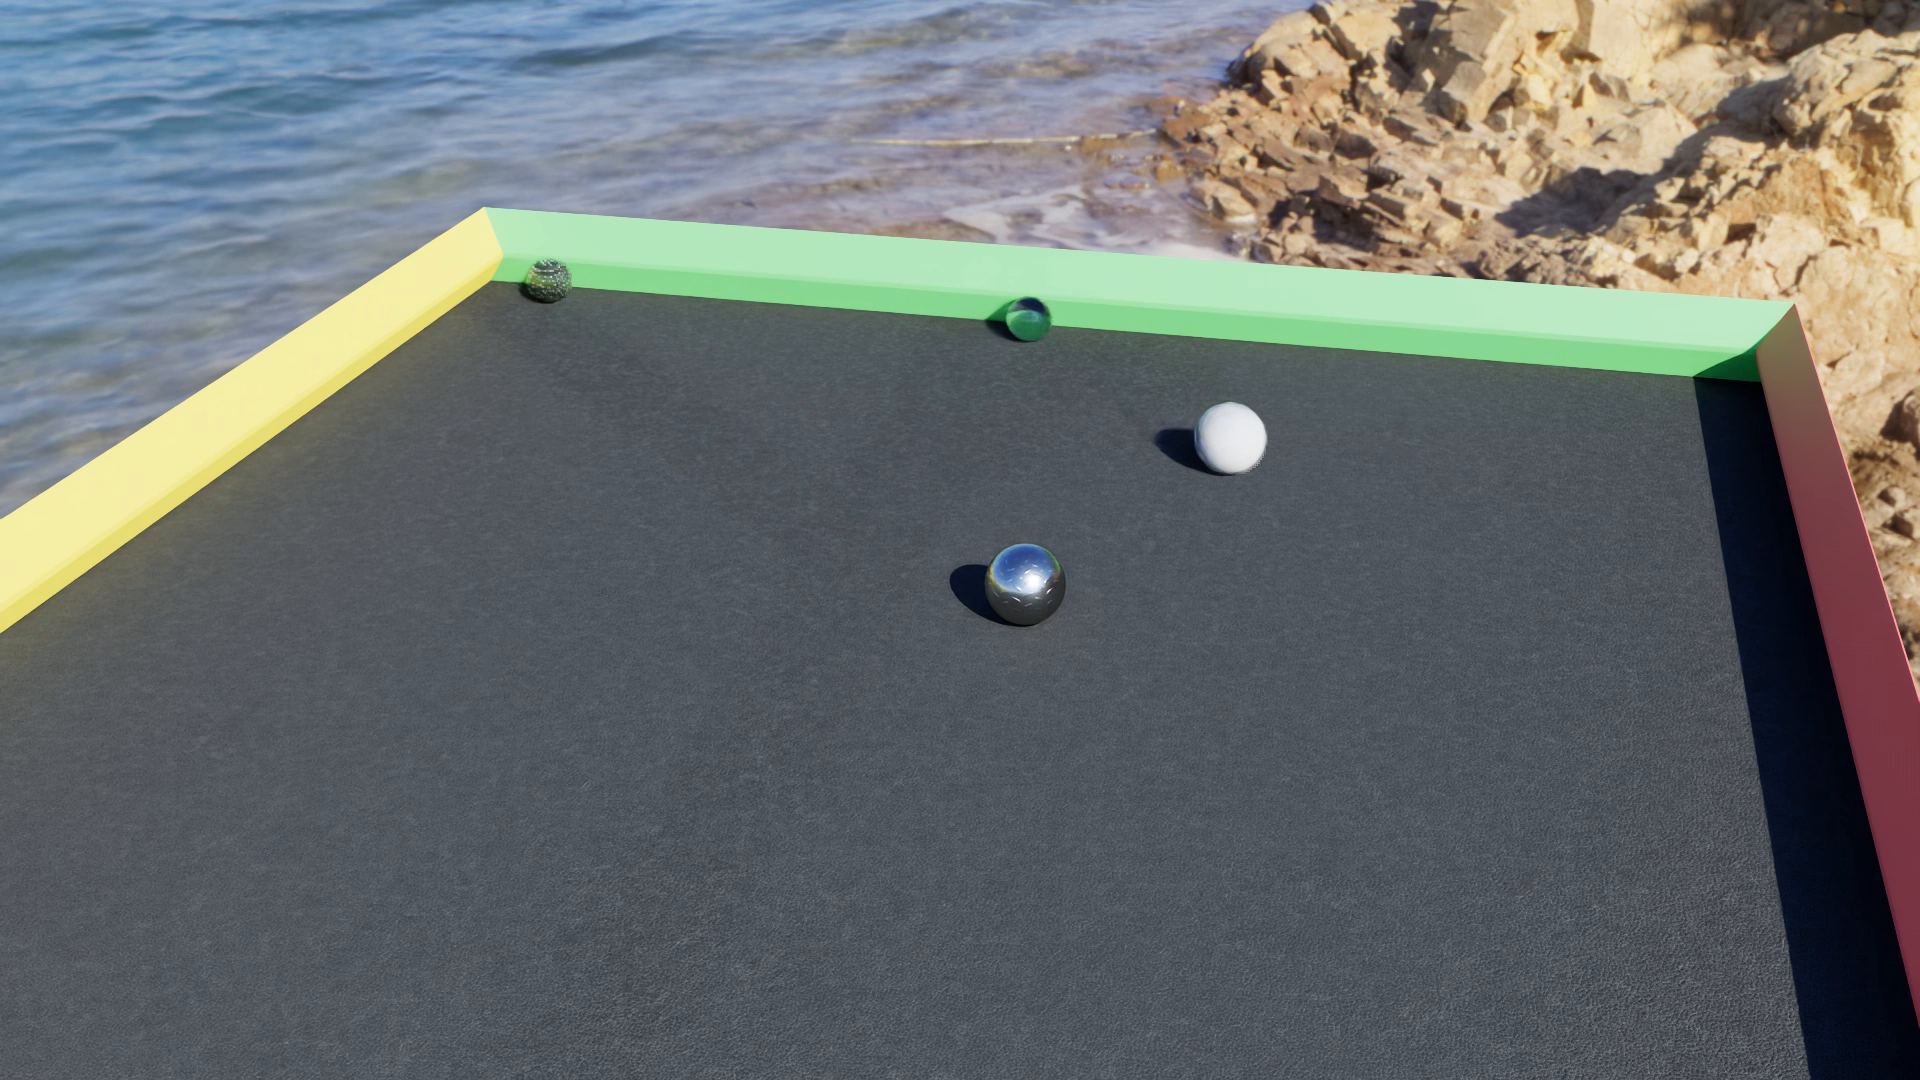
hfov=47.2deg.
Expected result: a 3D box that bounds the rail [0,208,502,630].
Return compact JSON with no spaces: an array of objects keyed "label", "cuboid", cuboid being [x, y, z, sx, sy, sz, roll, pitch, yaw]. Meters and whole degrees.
[{"label":"rail","cuboid":[-1.034,0.216,1.796,0.045,0.108,3.144,6,26,12]}]

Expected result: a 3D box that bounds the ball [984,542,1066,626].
[{"label":"ball","cuboid":[0.065,0.044,2.200,0.082,0.082,0.082,0,25,0]}]

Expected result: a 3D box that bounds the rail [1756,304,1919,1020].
[{"label":"rail","cuboid":[0.663,0.390,1.422,0.045,0.108,3.144,6,26,12]}]

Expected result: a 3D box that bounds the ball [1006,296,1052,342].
[{"label":"ball","cuboid":[0.093,-0.298,2.960,0.062,0.062,0.062,0,25,0]}]

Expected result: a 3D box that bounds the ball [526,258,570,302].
[{"label":"ball","cuboid":[-0.582,-0.367,3.109,0.062,0.062,0.062,0,25,0]}]

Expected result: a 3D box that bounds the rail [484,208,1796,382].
[{"label":"rail","cuboid":[0.180,-0.331,2.973,1.794,0.108,0.045,6,26,12]}]

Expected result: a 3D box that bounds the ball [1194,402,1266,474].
[{"label":"ball","cuboid":[0.312,-0.118,2.547,0.083,0.083,0.083,0,25,0]}]
